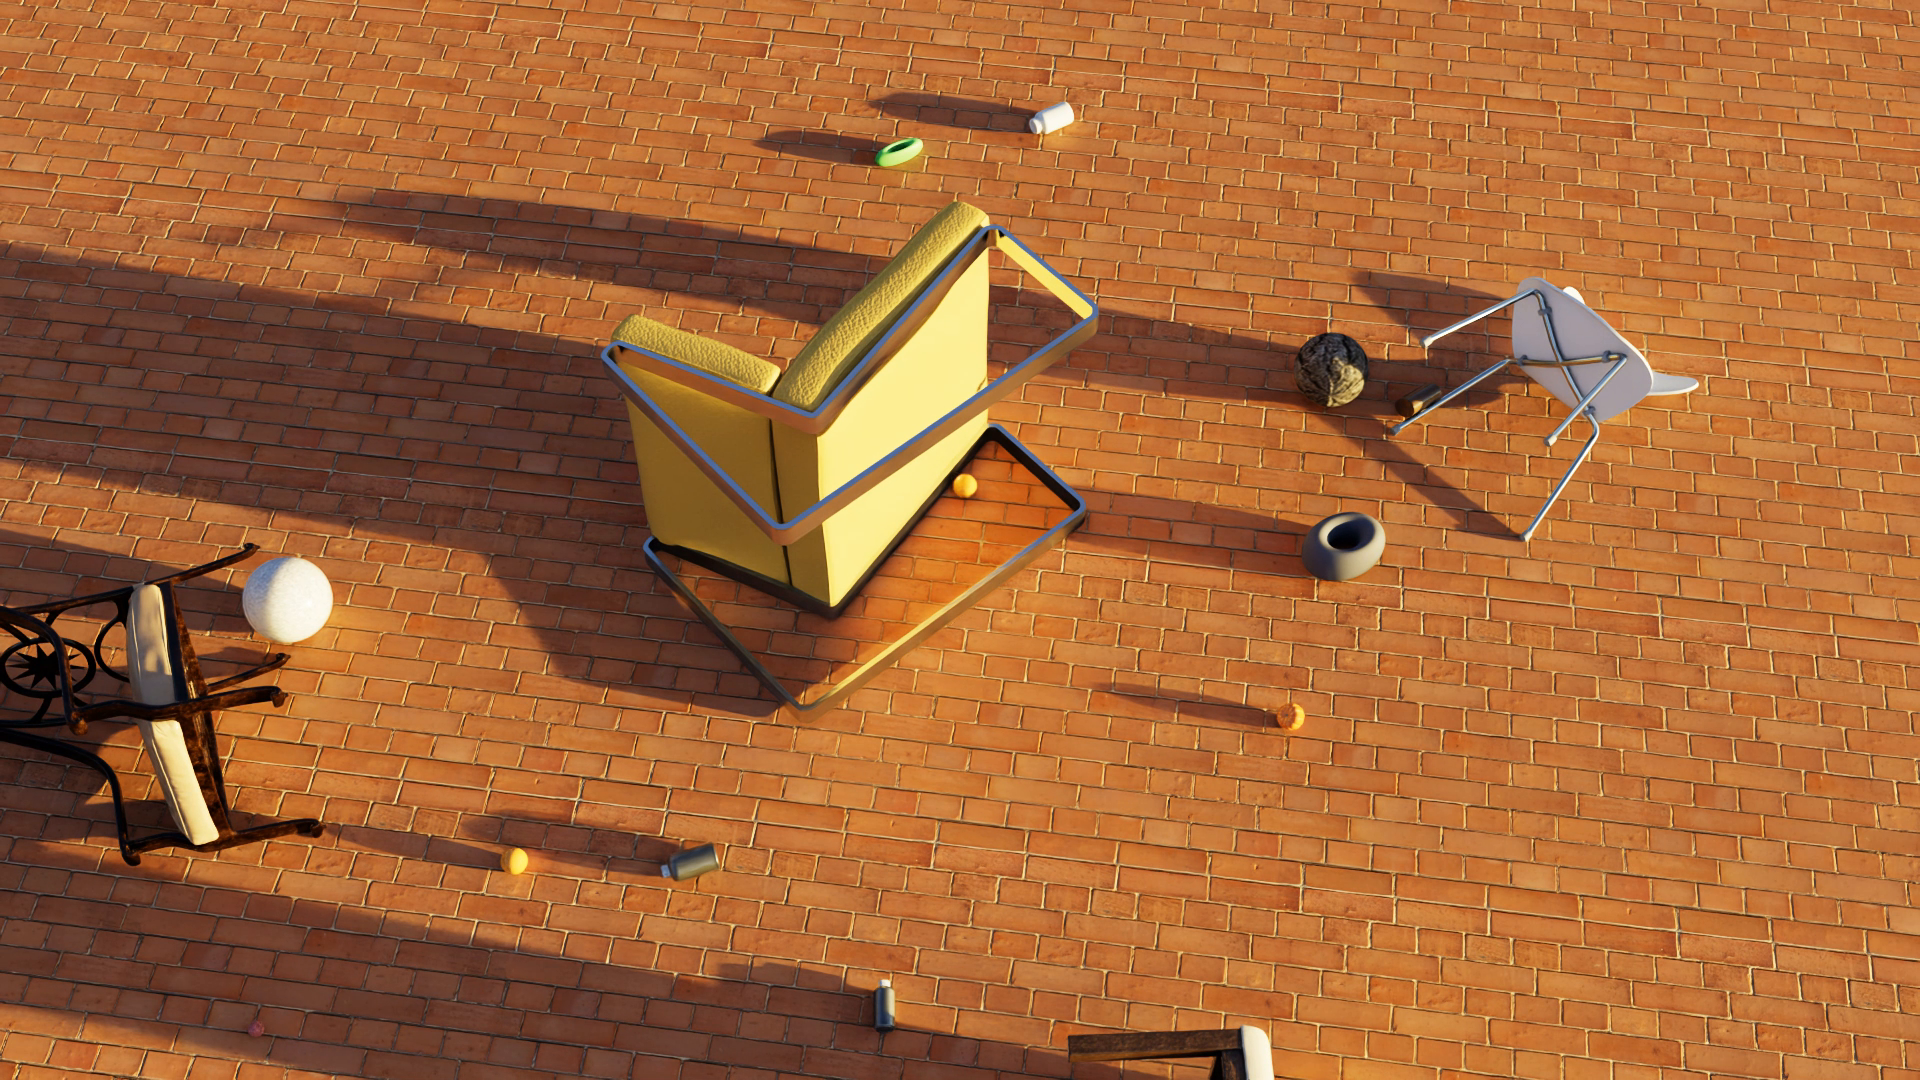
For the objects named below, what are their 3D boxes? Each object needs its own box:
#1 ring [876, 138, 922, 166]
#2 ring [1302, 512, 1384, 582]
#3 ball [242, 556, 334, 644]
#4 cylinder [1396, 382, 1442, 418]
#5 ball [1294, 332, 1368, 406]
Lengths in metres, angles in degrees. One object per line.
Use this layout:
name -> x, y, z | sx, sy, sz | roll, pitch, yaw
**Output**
ring -> -0.206, -1.308, 7.418 | 0.180, 0.057, 0.062 | -24, 57, -16
ring -> 1.130, 0.019, 6.485 | 0.261, 0.129, 0.192 | -20, 56, -14
ball -> -1.929, 0.171, 6.309 | 0.249, 0.249, 0.249 | 0, 56, 0
cylinder -> 1.419, -0.434, 6.811 | 0.112, 0.100, 0.064 | -30, 95, -19
ball -> 1.146, -0.526, 6.789 | 0.230, 0.230, 0.230 | 0, 56, 0
